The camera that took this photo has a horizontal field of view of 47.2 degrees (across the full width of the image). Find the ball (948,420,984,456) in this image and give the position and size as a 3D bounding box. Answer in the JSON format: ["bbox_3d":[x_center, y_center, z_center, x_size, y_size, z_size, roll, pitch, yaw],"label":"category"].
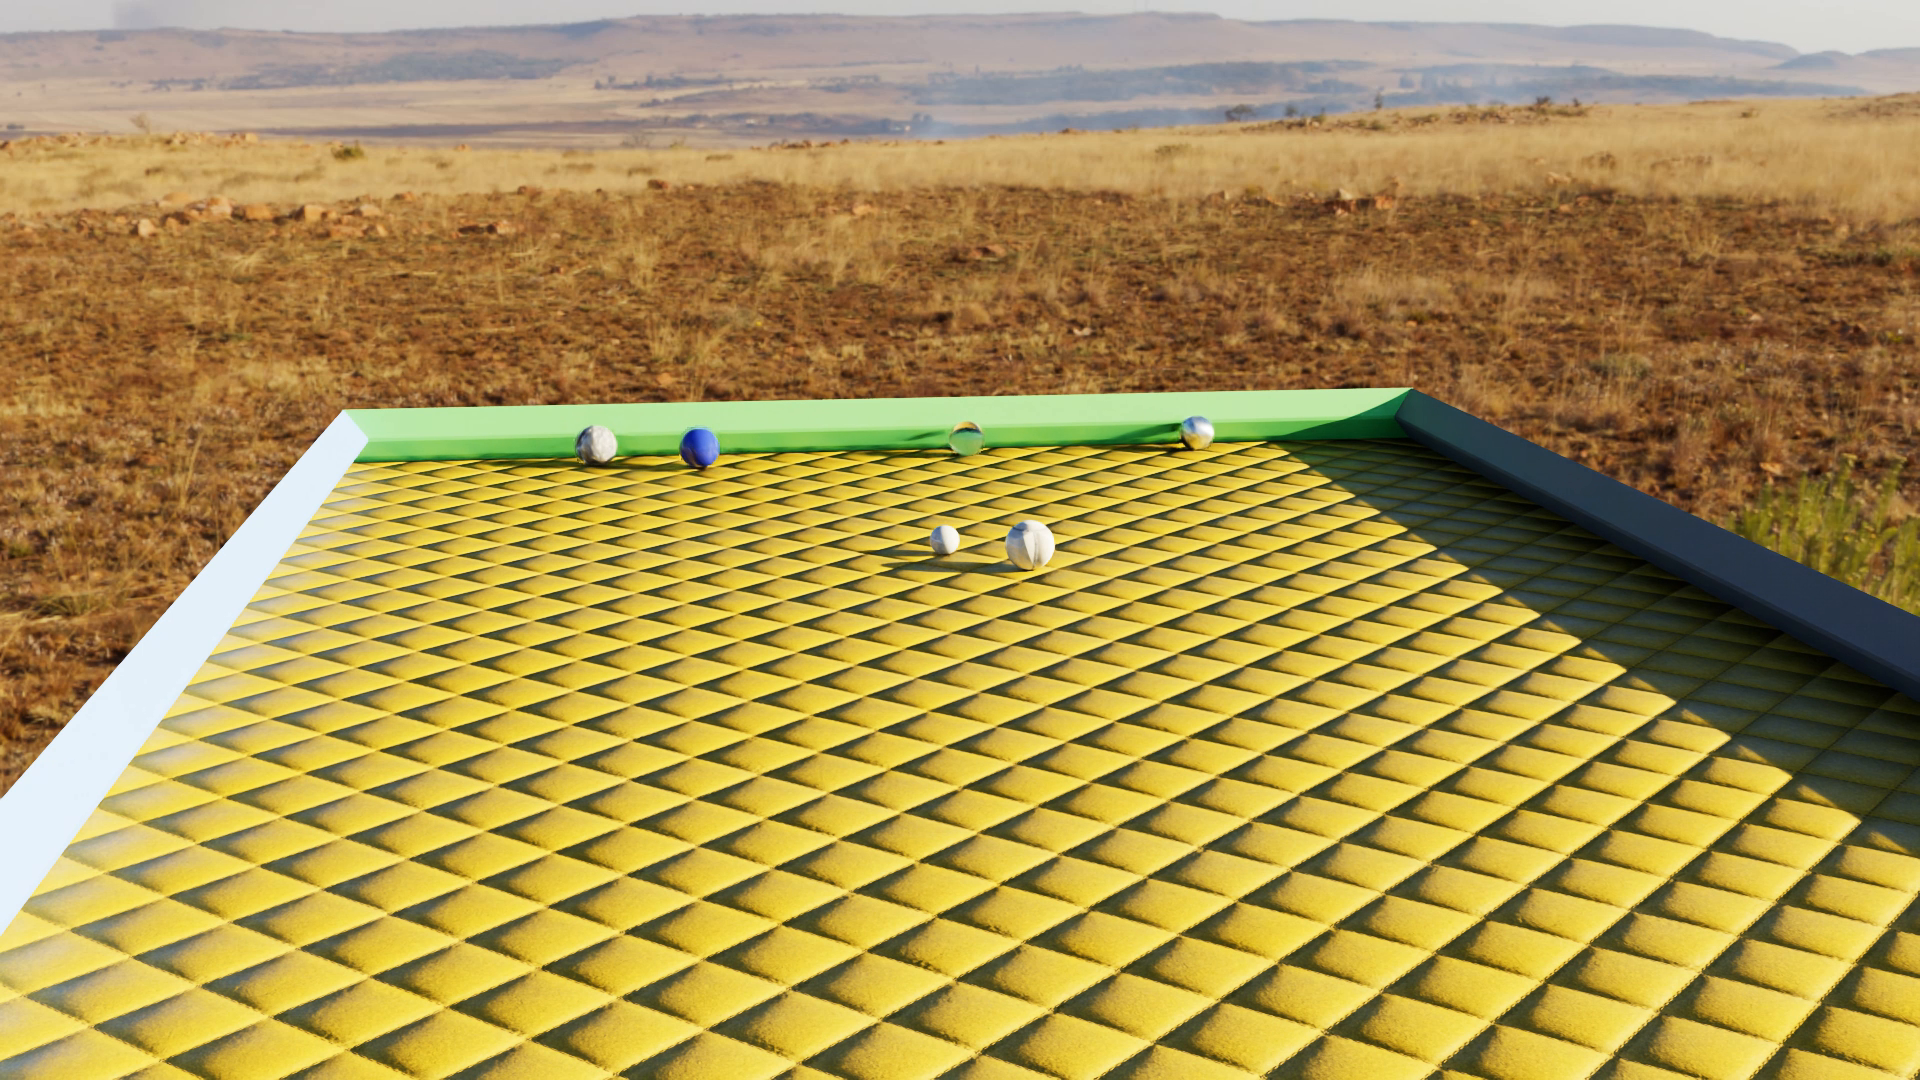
[{"bbox_3d":[0.011,-0.175,3.786,0.061,0.061,0.061,0,13,0],"label":"ball"}]

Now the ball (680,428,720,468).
[{"bbox_3d":[-0.435,-0.154,3.675,0.067,0.067,0.067,0,13,0],"label":"ball"}]

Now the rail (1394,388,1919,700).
[{"bbox_3d":[1.020,0.148,2.271,0.045,0.089,3.495,-2,13,-7],"label":"rail"}]

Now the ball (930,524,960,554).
[{"bbox_3d":[-0.021,0.000,3.049,0.042,0.042,0.042,0,13,0],"label":"ball"}]

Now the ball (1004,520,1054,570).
[{"bbox_3d":[0.094,0.007,2.958,0.067,0.067,0.067,0,13,0],"label":"ball"}]

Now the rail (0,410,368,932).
[{"bbox_3d":[-0.790,0.201,2.036,0.045,0.089,3.495,-2,13,-7],"label":"rail"}]

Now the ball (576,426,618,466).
[{"bbox_3d":[-0.611,-0.158,3.693,0.069,0.069,0.069,0,13,0],"label":"ball"}]

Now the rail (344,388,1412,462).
[{"bbox_3d":[-0.112,-0.198,3.821,1.873,0.089,0.045,-2,13,-7],"label":"rail"}]

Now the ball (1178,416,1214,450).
[{"bbox_3d":[0.413,-0.188,3.844,0.060,0.060,0.060,0,13,0],"label":"ball"}]
